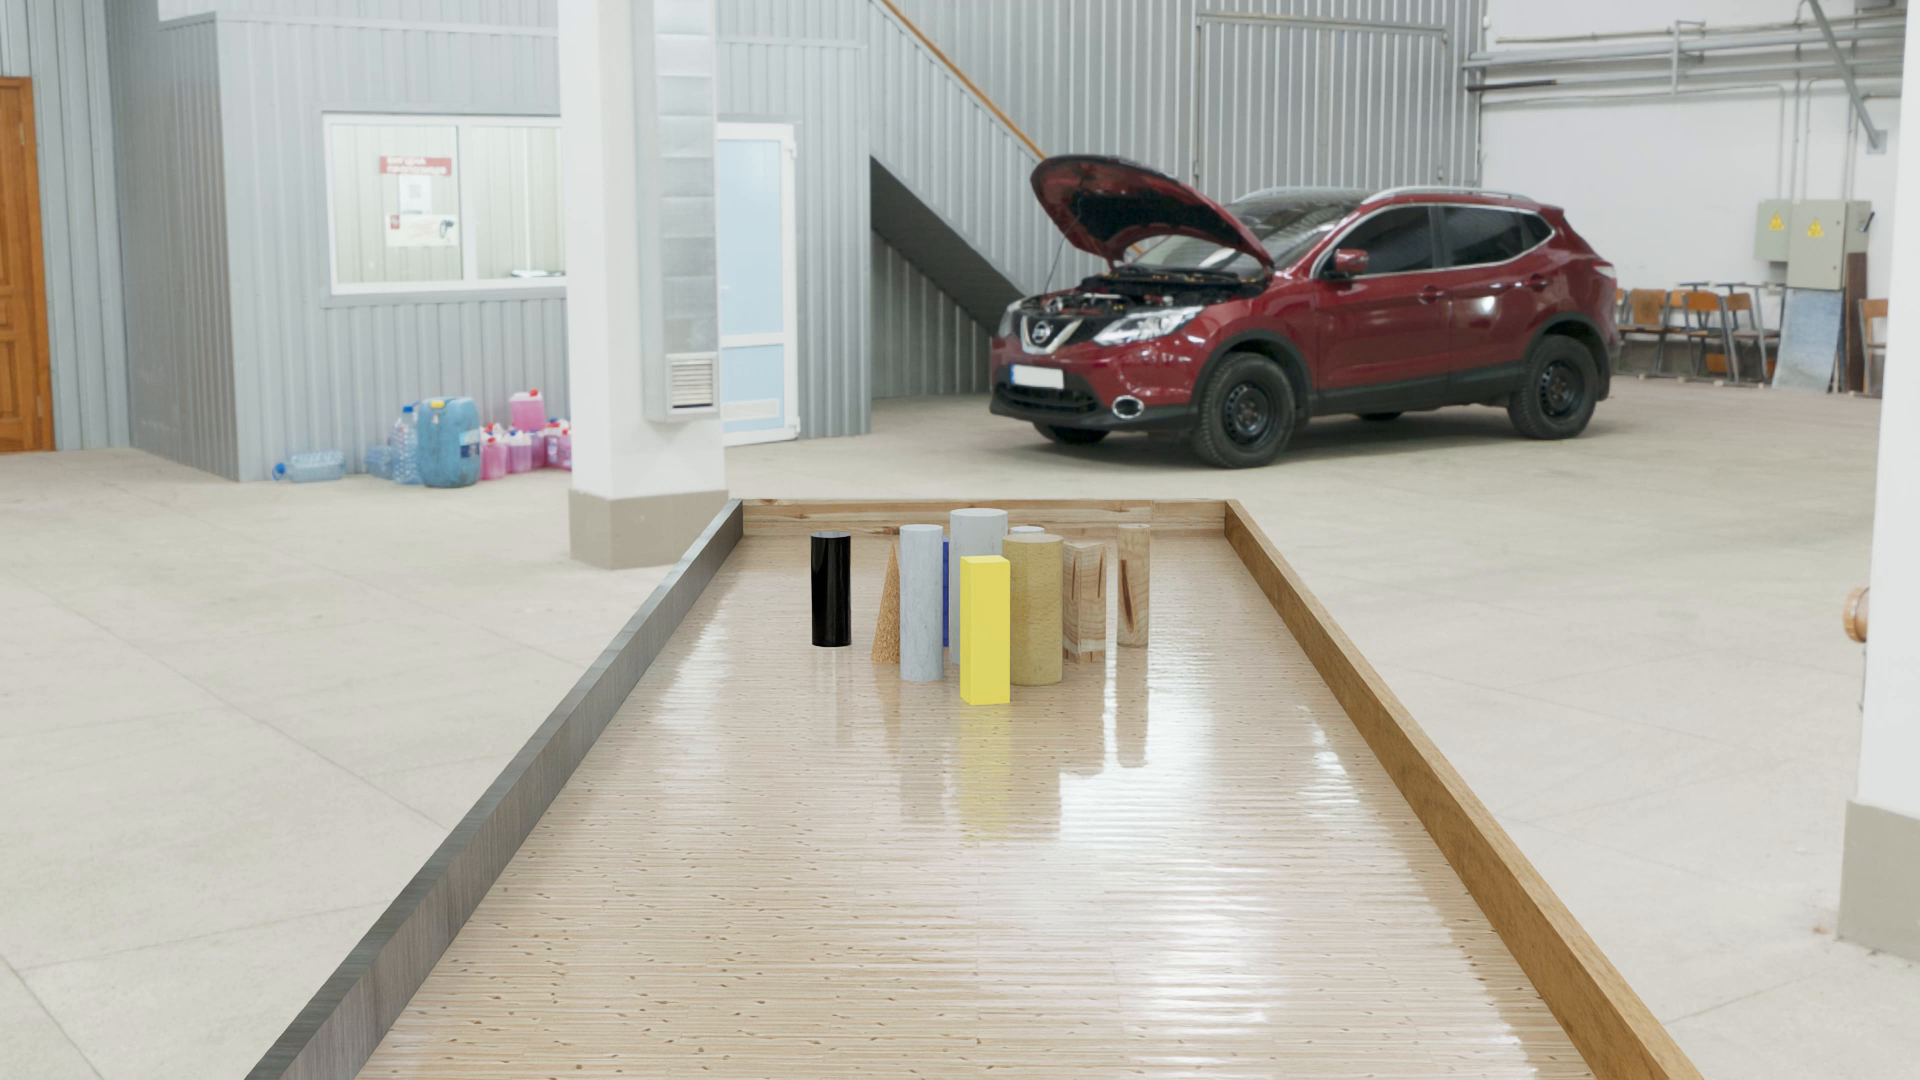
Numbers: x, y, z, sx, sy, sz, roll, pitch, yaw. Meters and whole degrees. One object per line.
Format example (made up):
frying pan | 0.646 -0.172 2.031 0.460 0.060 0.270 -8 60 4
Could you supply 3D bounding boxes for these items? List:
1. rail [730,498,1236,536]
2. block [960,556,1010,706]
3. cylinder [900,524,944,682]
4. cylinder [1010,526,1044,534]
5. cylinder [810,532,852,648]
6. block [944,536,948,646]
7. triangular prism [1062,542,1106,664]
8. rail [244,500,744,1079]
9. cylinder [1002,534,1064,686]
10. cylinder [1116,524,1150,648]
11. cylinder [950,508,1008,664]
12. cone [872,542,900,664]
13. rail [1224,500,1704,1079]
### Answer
rail | 0.099 -0.098 9.147 2.100 0.150 0.050 0 9 1
block | 0.070 0.251 6.149 0.112 0.400 0.112 -2 9 -15
cylinder | -0.113 0.183 6.440 0.127 0.444 0.127 0 9 0
cylinder | 0.211 0.146 6.912 0.106 0.368 0.106 0 9 0
cylinder | -0.405 0.155 6.923 0.127 0.348 0.127 0 9 0
block | -0.090 0.162 6.925 0.107 0.333 0.107 0 9 -2
triangular prism | 0.355 0.186 6.698 0.121 0.355 0.139 7 11 38
rail | -1.004 0.839 3.234 0.050 0.150 12.000 0 9 1
cylinder | 0.211 0.202 6.395 0.178 0.420 0.178 0 9 0
cylinder | 0.544 0.142 6.904 0.101 0.378 0.101 0 9 0
cylinder | 0.057 0.141 6.662 0.174 0.456 0.174 0 9 0
cone | -0.204 0.180 6.694 0.137 0.370 0.137 0 9 0
rail | 1.046 0.843 3.208 0.050 0.150 12.000 0 9 1
